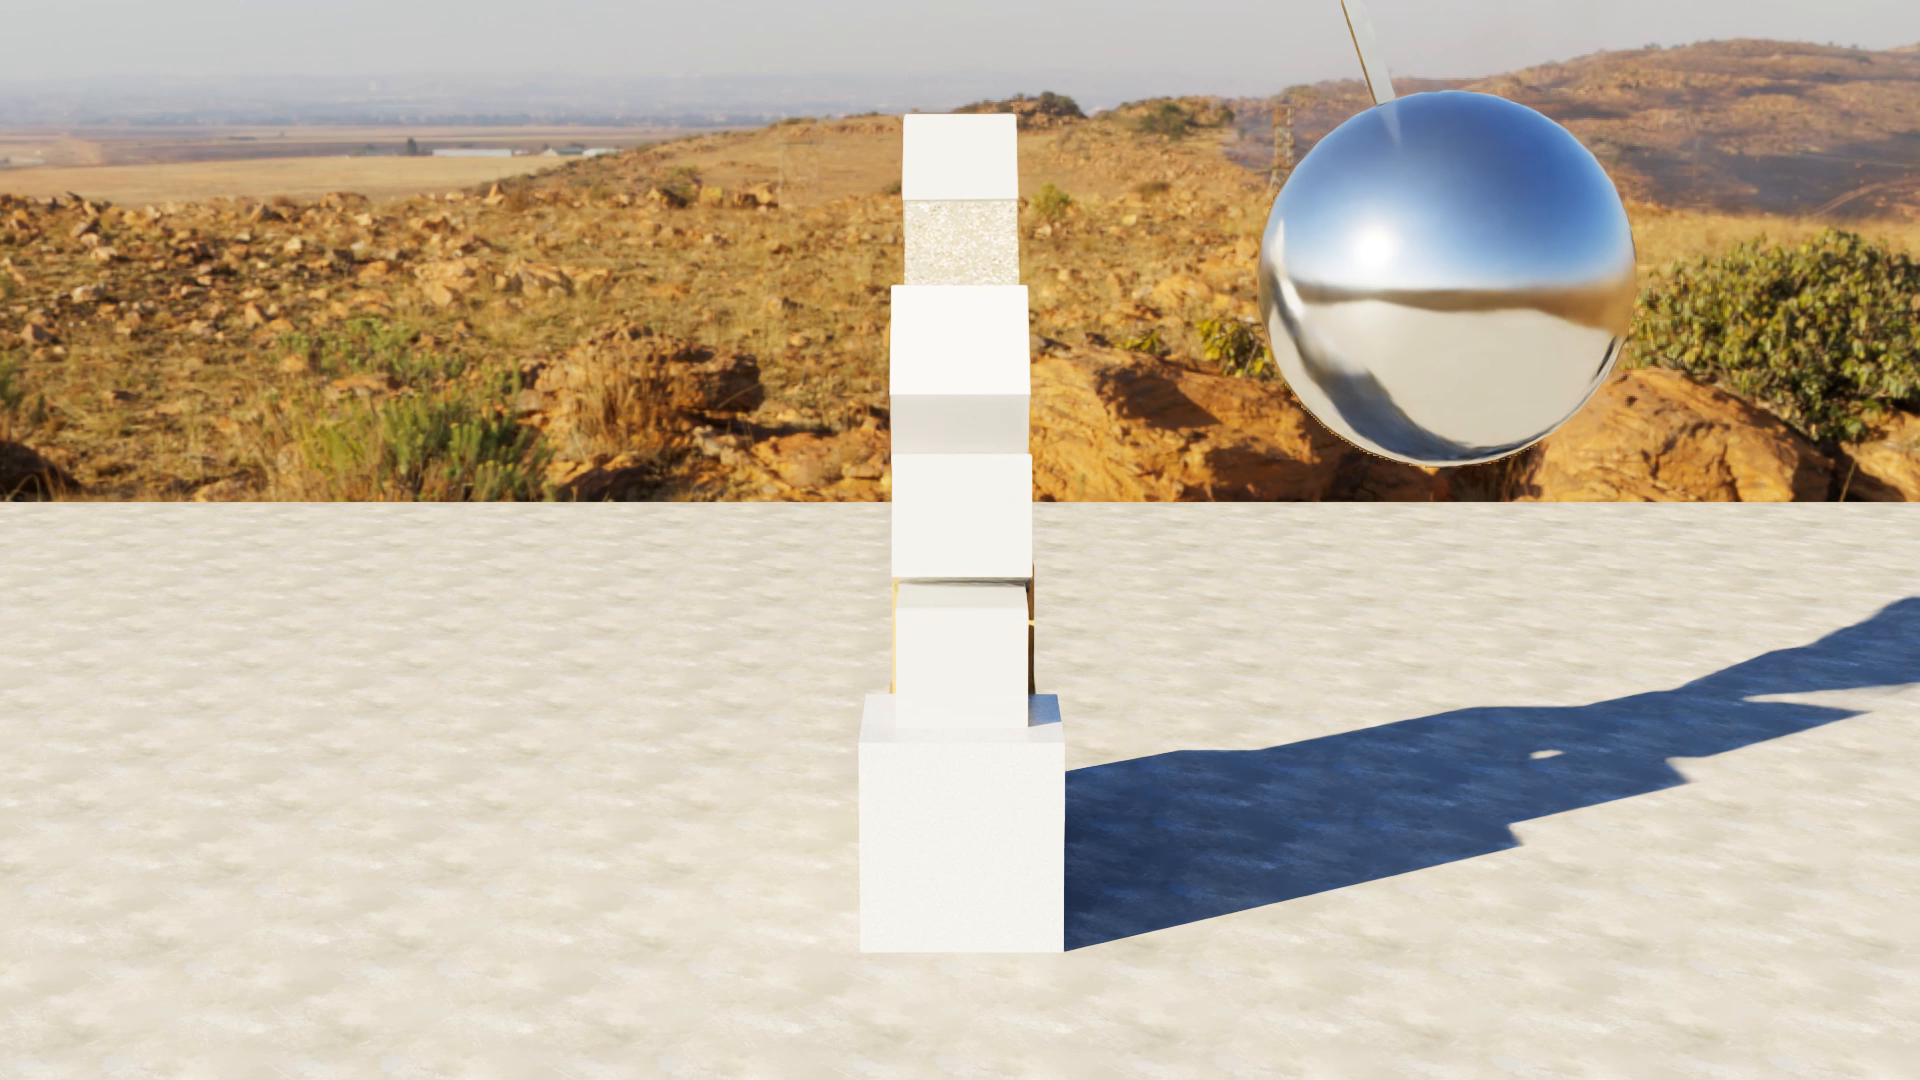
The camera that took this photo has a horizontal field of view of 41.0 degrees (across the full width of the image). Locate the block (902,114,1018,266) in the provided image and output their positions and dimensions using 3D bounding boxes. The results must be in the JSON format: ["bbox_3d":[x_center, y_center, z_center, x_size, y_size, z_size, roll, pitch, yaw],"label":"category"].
[{"bbox_3d":[0.004,-1.635,12.388,0.538,0.560,0.634,0,47,0],"label":"block"}]

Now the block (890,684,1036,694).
[{"bbox_3d":[0.012,1.045,12.138,0.698,0.601,0.652,0,10,0],"label":"block"}]

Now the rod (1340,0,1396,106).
[{"bbox_3d":[0.899,-4.253,10.407,0.080,5.200,0.080,-20,10,4],"label":"rod"}]

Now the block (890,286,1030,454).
[{"bbox_3d":[-0.001,-0.703,11.536,0.606,0.591,0.652,0,51,0],"label":"block"}]

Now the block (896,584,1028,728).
[{"bbox_3d":[0.008,0.474,10.706,0.536,0.487,0.571,0,10,0],"label":"block"}]

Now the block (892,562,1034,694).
[{"bbox_3d":[0.015,0.428,11.810,0.634,0.682,0.647,0,6,0],"label":"block"}]

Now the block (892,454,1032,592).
[{"bbox_3d":[0.009,-0.064,11.043,0.587,0.520,0.552,0,-8,0],"label":"block"}]

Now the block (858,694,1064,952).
[{"bbox_3d":[0.007,1.166,10.711,0.822,0.875,0.820,0,10,0],"label":"block"}]

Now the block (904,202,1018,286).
[{"bbox_3d":[0.007,-1.191,11.957,0.515,0.489,0.602,0,47,0],"label":"block"}]

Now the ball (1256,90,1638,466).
[{"bbox_3d":[2.074,-1.114,10.978,1.600,1.600,1.600,0,10,0],"label":"ball"}]
